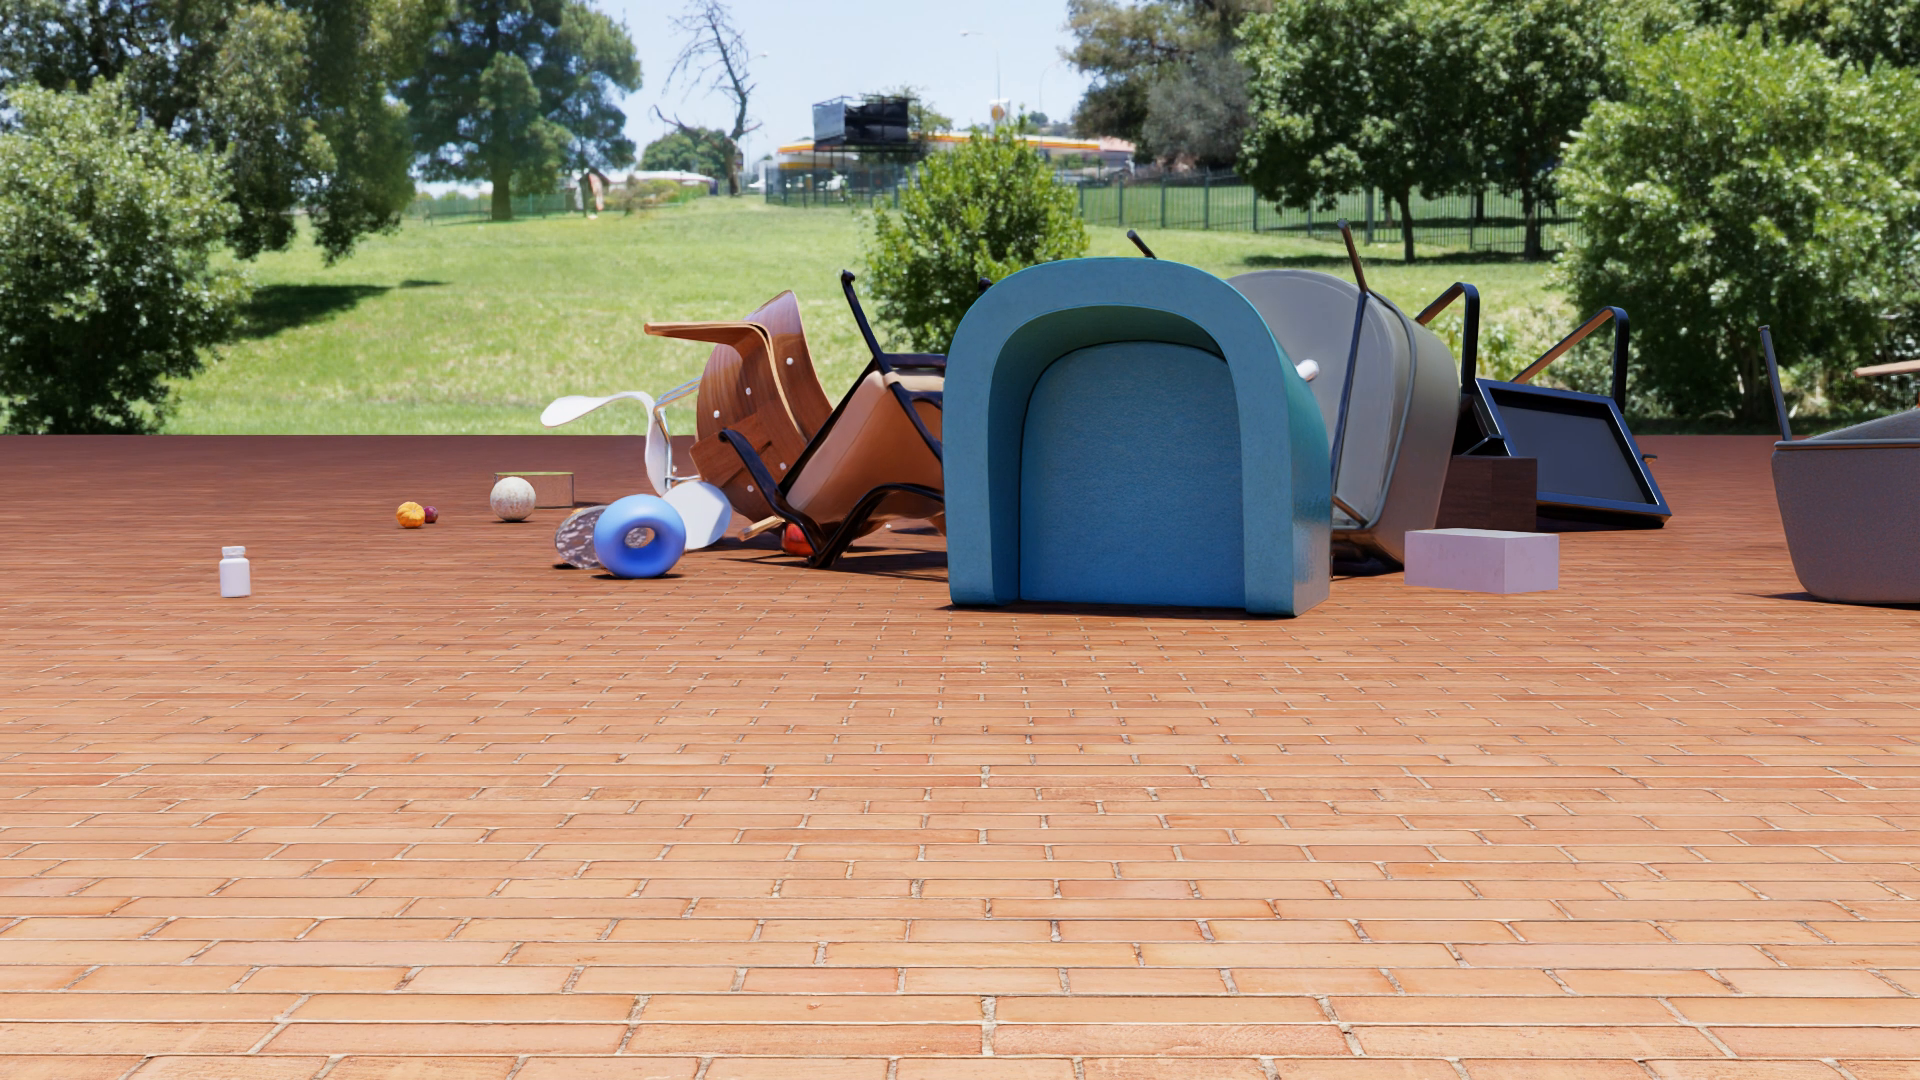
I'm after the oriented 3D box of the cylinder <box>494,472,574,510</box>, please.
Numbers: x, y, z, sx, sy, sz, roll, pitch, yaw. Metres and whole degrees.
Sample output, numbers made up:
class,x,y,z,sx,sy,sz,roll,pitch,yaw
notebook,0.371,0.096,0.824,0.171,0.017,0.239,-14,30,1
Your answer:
class,x,y,z,sx,sy,sz,roll,pitch,yaw
cylinder,-1.618,-0.189,8.353,0.300,0.129,0.295,0,4,-5

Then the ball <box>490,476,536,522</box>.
class,x,y,z,sx,sy,sz,roll,pitch,yaw
ball,-1.510,-0.137,7.430,0.153,0.153,0.153,0,4,0

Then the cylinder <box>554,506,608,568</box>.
class,x,y,z,sx,sy,sz,roll,pitch,yaw
cylinder,-0.911,-0.008,5.567,0.227,0.145,0.166,-15,7,-12

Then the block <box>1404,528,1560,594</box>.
class,x,y,z,sx,sy,sz,roll,pitch,yaw
block,1.180,0.045,4.984,0.187,0.123,0.286,-3,5,-37

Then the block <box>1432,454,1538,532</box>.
class,x,y,z,sx,sy,sz,roll,pitch,yaw
block,1.641,-0.143,6.887,0.169,0.238,0.301,-2,4,-23

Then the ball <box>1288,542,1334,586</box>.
class,x,y,z,sx,sy,sz,roll,pitch,yaw
ball,0.797,0.056,4.994,0.102,0.102,0.102,0,4,0

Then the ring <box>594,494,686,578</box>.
class,x,y,z,sx,sy,sz,roll,pitch,yaw
ring,-0.766,-0.007,5.260,0.221,0.198,0.161,-13,20,-11

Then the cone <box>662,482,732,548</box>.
class,x,y,z,sx,sy,sz,roll,pitch,yaw
cone,-0.733,-0.030,6.312,0.252,0.208,0.170,32,-15,31
